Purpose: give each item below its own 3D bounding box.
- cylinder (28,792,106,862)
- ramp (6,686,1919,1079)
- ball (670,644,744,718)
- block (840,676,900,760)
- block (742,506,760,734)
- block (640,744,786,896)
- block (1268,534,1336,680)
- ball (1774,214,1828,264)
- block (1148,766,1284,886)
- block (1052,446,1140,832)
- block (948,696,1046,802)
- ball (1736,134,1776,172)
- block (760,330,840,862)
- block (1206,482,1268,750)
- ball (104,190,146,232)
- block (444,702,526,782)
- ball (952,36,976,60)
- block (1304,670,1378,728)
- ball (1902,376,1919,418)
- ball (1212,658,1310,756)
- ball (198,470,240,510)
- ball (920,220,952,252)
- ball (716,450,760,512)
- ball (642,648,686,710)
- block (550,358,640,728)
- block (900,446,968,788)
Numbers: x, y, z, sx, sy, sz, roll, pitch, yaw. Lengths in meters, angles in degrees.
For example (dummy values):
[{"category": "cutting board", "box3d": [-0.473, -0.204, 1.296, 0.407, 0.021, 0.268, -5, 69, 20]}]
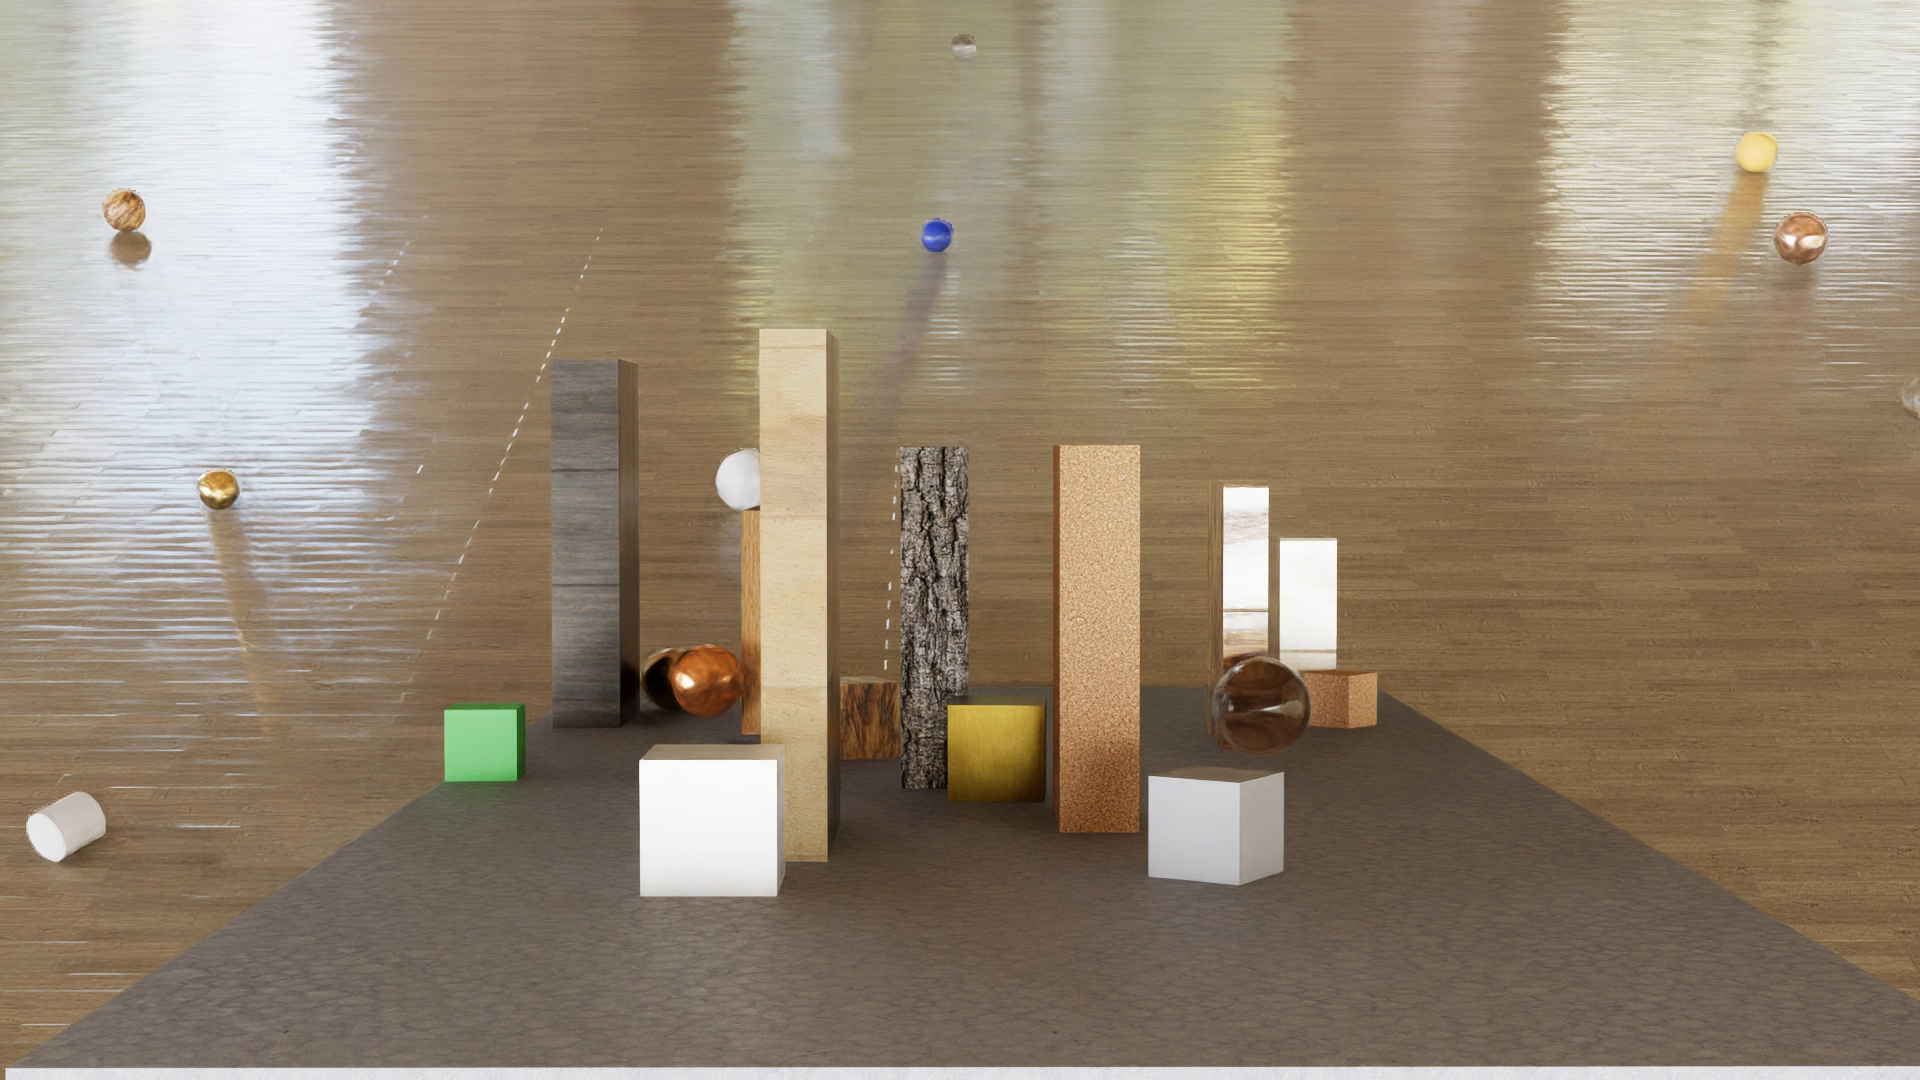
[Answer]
[{"category": "cylinder", "box3d": [-2.068, 0.663, 5.966, 0.122, 0.122, 0.122, 14, 27, 28]}, {"category": "ramp", "box3d": [0.055, 0.497, 4.545, 2.000, 0.100, 4.000, 0, 2, 0]}, {"category": "ball", "box3d": [-0.532, 0.296, 5.425, 0.153, 0.153, 0.153, 0, 24, 0]}, {"category": "block", "box3d": [-0.217, 0.352, 5.108, 0.148, 0.148, 0.148, -1, 2, -25]}, {"category": "block", "box3d": [-0.423, 0.167, 5.676, 0.080, 0.475, 0.432, 0, 2, 0]}, {"category": "block", "box3d": [-0.343, 0.389, 3.599, 0.186, 0.186, 0.186, 0, 2, 0]}, {"category": "block", "box3d": [0.773, 0.194, 5.860, 0.125, 0.407, 0.273, 0, 2, 0]}, {"category": "ball", "box3d": [3.264, -1.167, 10.002, 0.197, 0.197, 0.197, 0, 24, 0]}, {"category": "block", "box3d": [0.367, 0.407, 3.690, 0.143, 0.143, 0.143, 1, 3, 32]}, {"category": "block", "box3d": [0.221, 0.152, 4.211, 0.126, 0.614, 0.282, 0, 2, 0]}, {"category": "block", "box3d": [0.066, 0.364, 4.512, 0.167, 0.167, 0.167, 0, 2, 3]}, {"category": "ball", "box3d": [3.463, -1.684, 11.202, 0.170, 0.170, 0.170, 0, 24, 0]}, {"category": "block", "box3d": [-0.245, 0.075, 3.998, 0.097, 0.784, 0.425, 0, 2, 0]}, {"category": "block", "box3d": [0.574, 0.149, 5.341, 0.089, 0.535, 0.331, 0, 2, 0]}, {"category": "ball", "box3d": [-3.373, -1.329, 10.404, 0.166, 0.166, 0.166, 0, 24, 0]}, {"category": "block", "box3d": [-0.879, 0.373, 4.773, 0.131, 0.131, 0.131, 0, 2, -3]}, {"category": "ball", "box3d": [0.016, -2.503, 13.108, 0.122, 0.122, 0.122, 0, 24, 0]}, {"category": "block", "box3d": [0.835, 0.348, 5.649, 0.114, 0.114, 0.114, 2, 3, 41]}, {"category": "ball", "box3d": [3.185, -0.471, 8.490, 0.149, 0.149, 0.149, 0, 24, 0]}, {"category": "ball", "box3d": [0.594, 0.329, 5.085, 0.194, 0.194, 0.194, 0, 24, 0]}, {"category": "ball", "box3d": [-2.246, -0.152, 7.805, 0.120, 0.120, 0.120, 0, 24, 0]}, {"category": "ball", "box3d": [-0.093, -1.198, 10.159, 0.124, 0.124, 0.124, 0, 24, 0]}, {"category": "ball", "box3d": [-0.641, -0.177, 7.775, 0.190, 0.190, 0.190, 0, 24, 0]}, {"category": "ball", "box3d": [-0.666, 0.321, 5.976, 0.145, 0.145, 0.145, 0, 24, 0]}, {"category": "block", "box3d": [-0.812, 0.002, 5.754, 0.146, 0.800, 0.354, 0, 2, 0]}, {"category": "block", "box3d": [-0.045, 0.135, 4.719, 0.121, 0.611, 0.257, 0, 2, 0]}]
